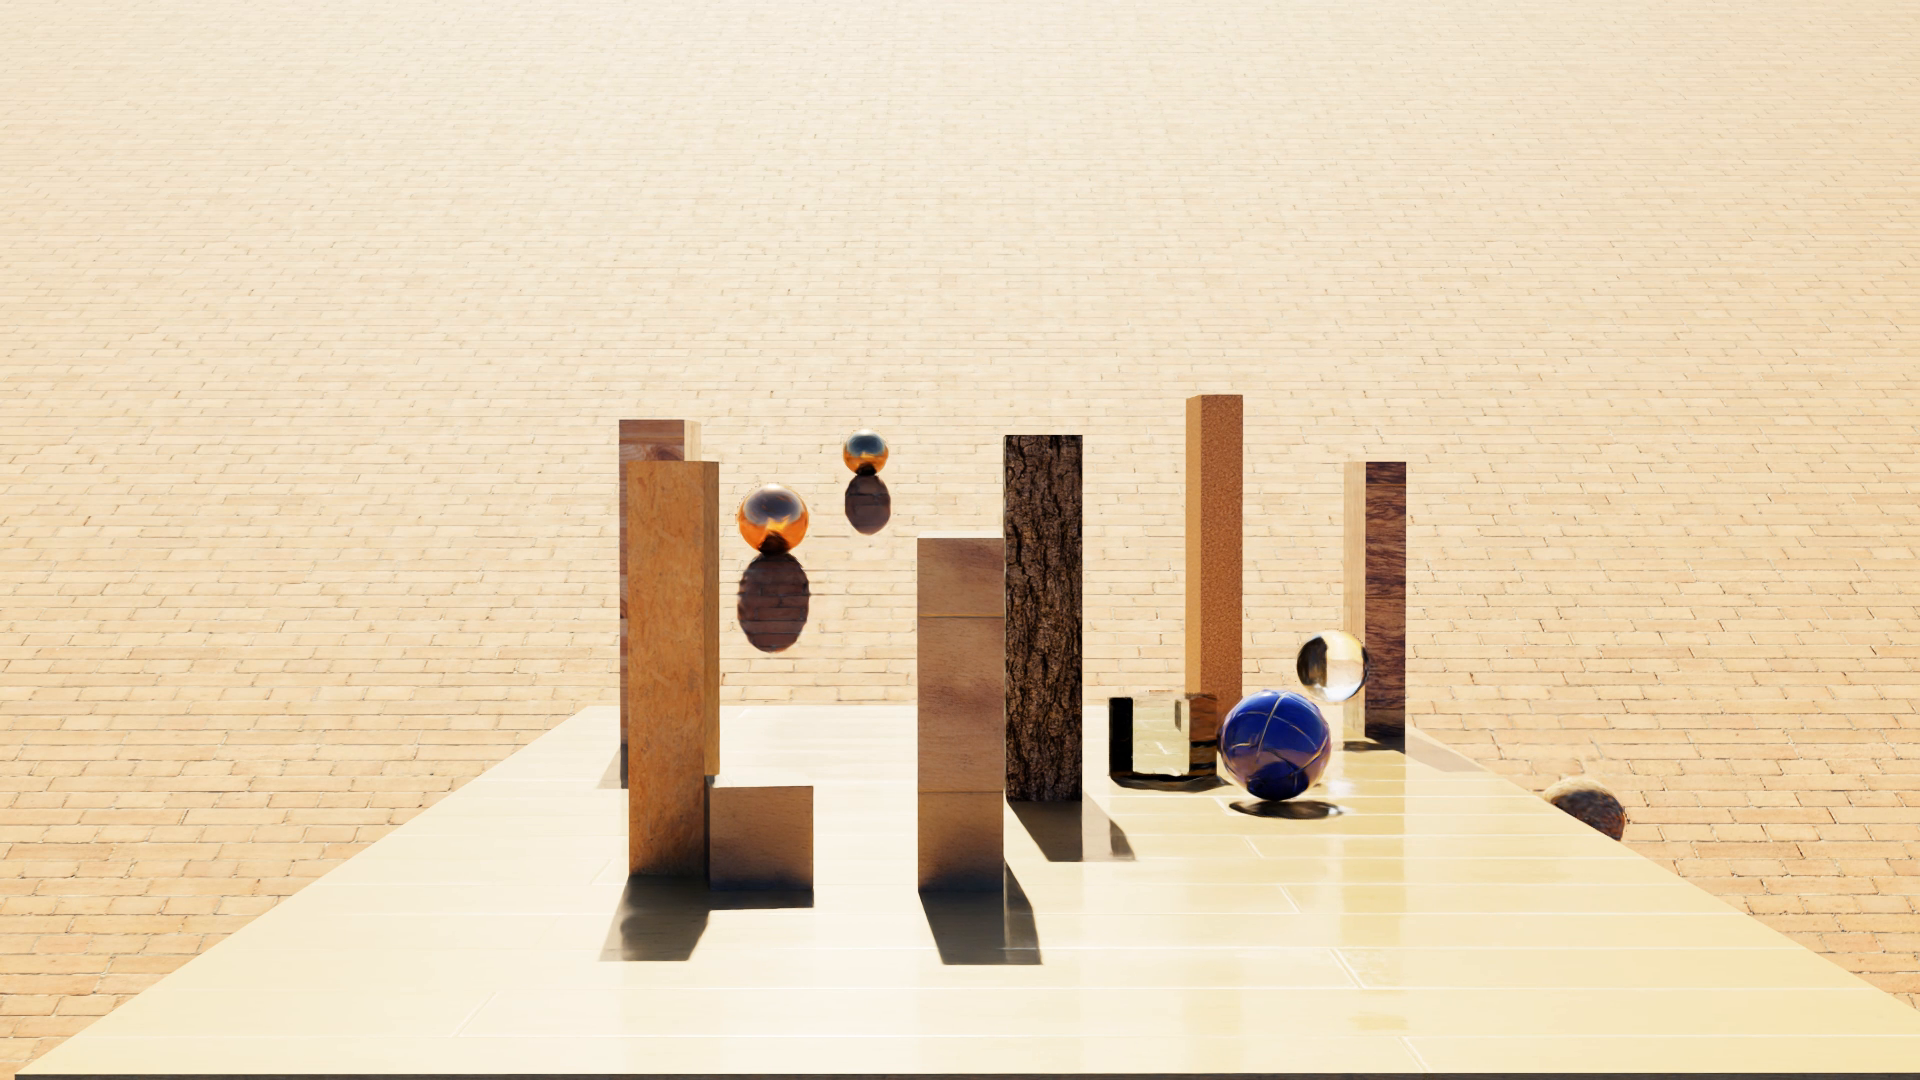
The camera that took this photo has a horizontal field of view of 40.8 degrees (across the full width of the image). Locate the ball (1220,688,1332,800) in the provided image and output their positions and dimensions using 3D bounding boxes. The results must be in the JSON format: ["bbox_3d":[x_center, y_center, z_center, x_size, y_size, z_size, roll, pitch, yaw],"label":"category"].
[{"bbox_3d":[0.572,0.371,4.672,0.203,0.203,0.203,0,26,0],"label":"ball"}]

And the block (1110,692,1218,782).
[{"bbox_3d":[0.399,0.384,5.054,0.156,0.156,0.156,1,2,32],"label":"block"}]

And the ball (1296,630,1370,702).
[{"bbox_3d":[0.830,0.282,5.752,0.162,0.162,0.162,0,26,0],"label":"ball"}]

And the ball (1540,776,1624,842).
[{"bbox_3d":[1.448,0.659,6.035,0.208,0.208,0.208,0,26,0],"label":"ball"}]

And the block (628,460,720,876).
[{"bbox_3d":[-0.434,0.186,3.933,0.112,0.613,0.254,0,2,0],"label":"block"}]

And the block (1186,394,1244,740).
[{"bbox_3d":[0.578,0.056,5.893,0.093,0.766,0.387,0,2,0],"label":"block"}]

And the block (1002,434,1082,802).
[{"bbox_3d":[0.152,0.137,4.814,0.139,0.663,0.320,0,2,0],"label":"block"}]

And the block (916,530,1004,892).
[{"bbox_3d":[0.000,0.243,3.869,0.123,0.503,0.414,0,2,0],"label":"block"}]

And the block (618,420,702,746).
[{"bbox_3d":[-0.670,0.087,5.795,0.143,0.710,0.368,0,2,0],"label":"block"}]

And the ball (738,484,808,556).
[{"bbox_3d":[-0.546,-0.060,7.539,0.208,0.208,0.208,0,26,0],"label":"ball"}]

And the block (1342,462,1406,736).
[{"bbox_3d":[0.953,0.128,5.941,0.091,0.618,0.325,0,2,0],"label":"block"}]

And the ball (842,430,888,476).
[{"bbox_3d":[-0.295,-0.272,8.056,0.145,0.145,0.145,0,26,0],"label":"ball"}]

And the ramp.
[{"bbox_3d":[0.058,0.525,4.563,2.000,0.100,4.000,0,2,0],"label":"ramp"}]

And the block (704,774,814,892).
[{"bbox_3d":[-0.294,0.423,3.751,0.149,0.149,0.149,0,2,-9],"label":"block"}]
